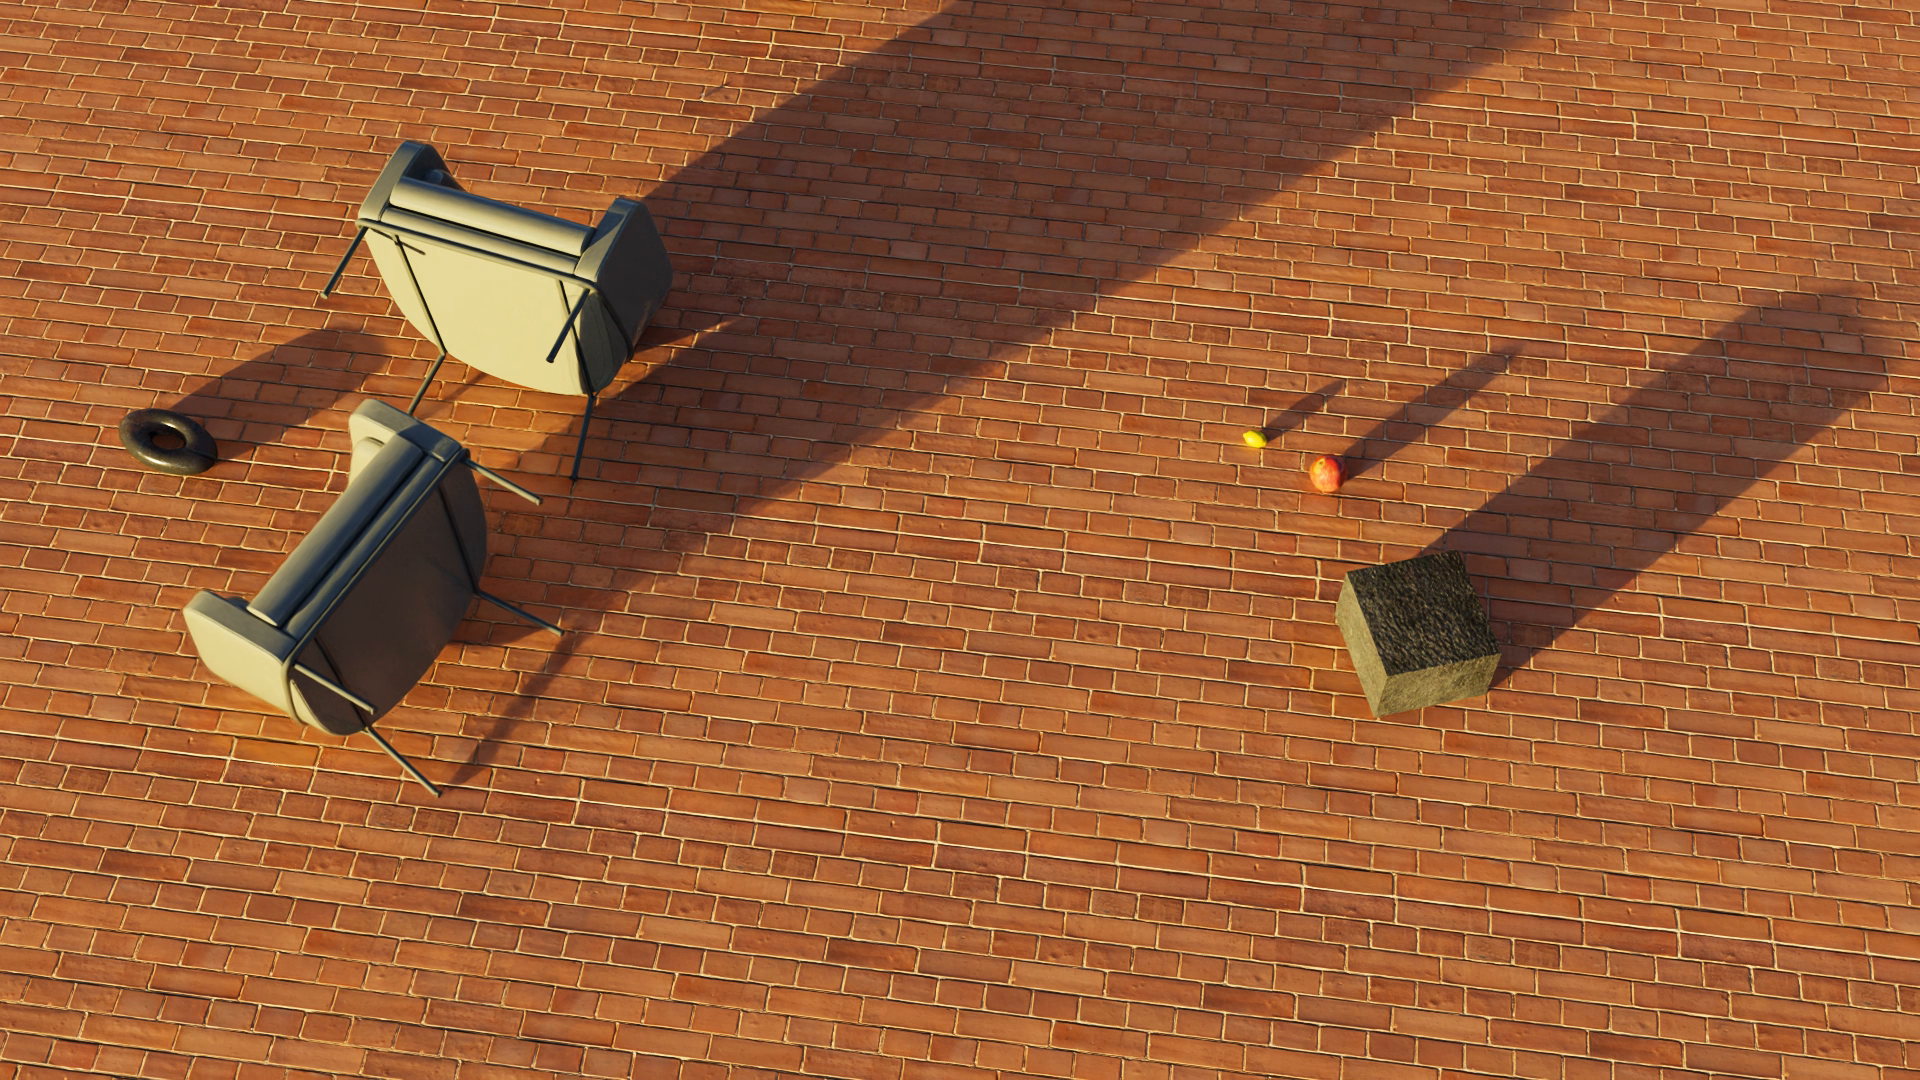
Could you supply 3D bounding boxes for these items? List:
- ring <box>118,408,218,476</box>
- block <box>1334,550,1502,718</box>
[{"bbox_3d":[-2.423,-0.301,6.728,0.345,0.082,0.196,23,60,14],"label":"ring"},{"bbox_3d":[1.297,0.266,6.256,0.334,0.231,0.353,-11,57,-7],"label":"block"}]
